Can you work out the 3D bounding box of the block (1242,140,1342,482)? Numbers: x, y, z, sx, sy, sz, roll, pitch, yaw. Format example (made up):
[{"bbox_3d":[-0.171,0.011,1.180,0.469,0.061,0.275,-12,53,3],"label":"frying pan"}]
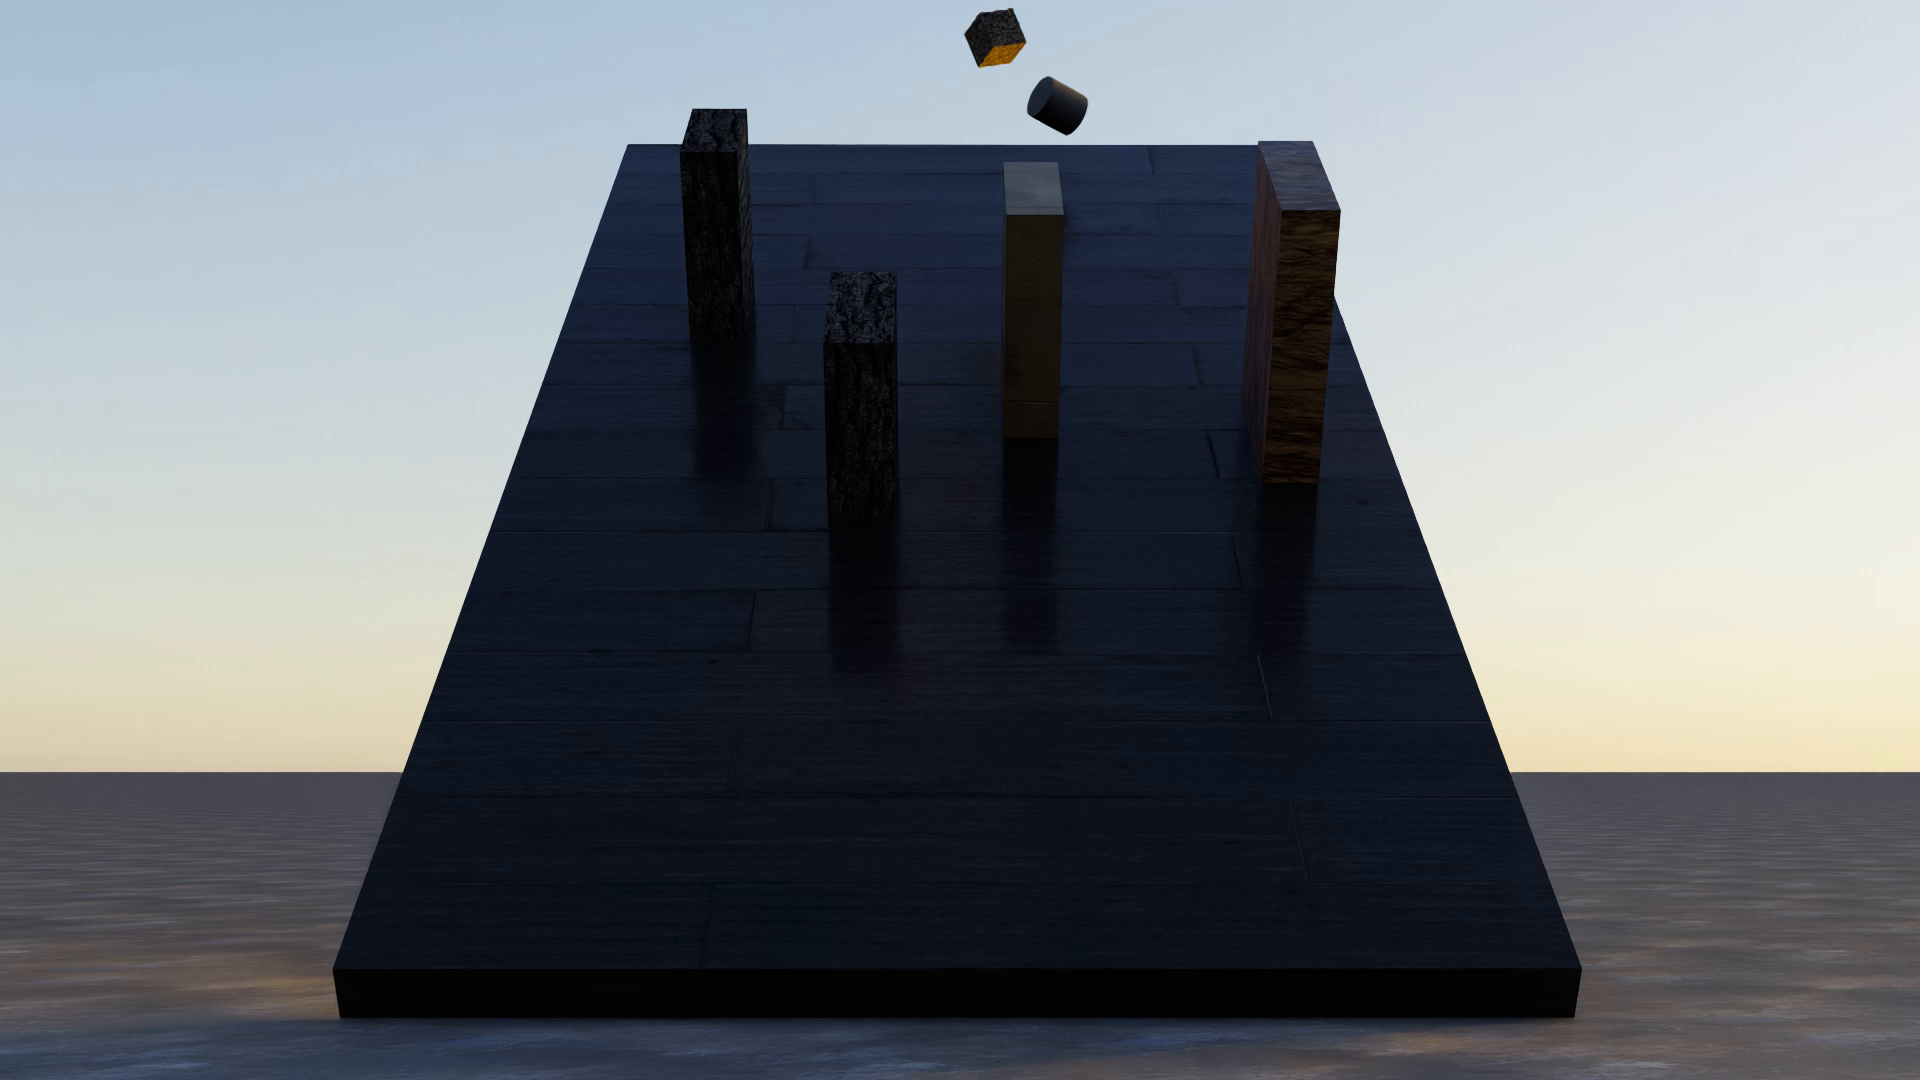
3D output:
[{"bbox_3d":[0.738,-0.516,5.380,0.125,0.644,0.443,0,28,0],"label":"block"}]

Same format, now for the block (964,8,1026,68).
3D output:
[{"bbox_3d":[0.099,-1.401,6.676,0.109,0.109,0.109,-14,-15,-29],"label":"block"}]

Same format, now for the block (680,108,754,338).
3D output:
[{"bbox_3d":[-0.612,-0.803,6.062,0.139,0.493,0.332,0,28,0],"label":"block"}]

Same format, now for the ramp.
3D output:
[{"bbox_3d":[-0.012,-0.221,5.611,2.000,0.100,4.000,0,28,0],"label":"ramp"}]

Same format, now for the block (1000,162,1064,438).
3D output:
[{"bbox_3d":[0.164,-0.558,5.554,0.127,0.548,0.344,0,28,0],"label":"block"}]

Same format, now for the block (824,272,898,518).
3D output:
[{"bbox_3d":[-0.214,-0.324,5.263,0.145,0.411,0.393,0,28,0],"label":"block"}]

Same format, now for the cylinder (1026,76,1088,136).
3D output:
[{"bbox_3d":[0.290,-1.294,7.130,0.130,0.130,0.130,24,-16,-26],"label":"cylinder"}]
